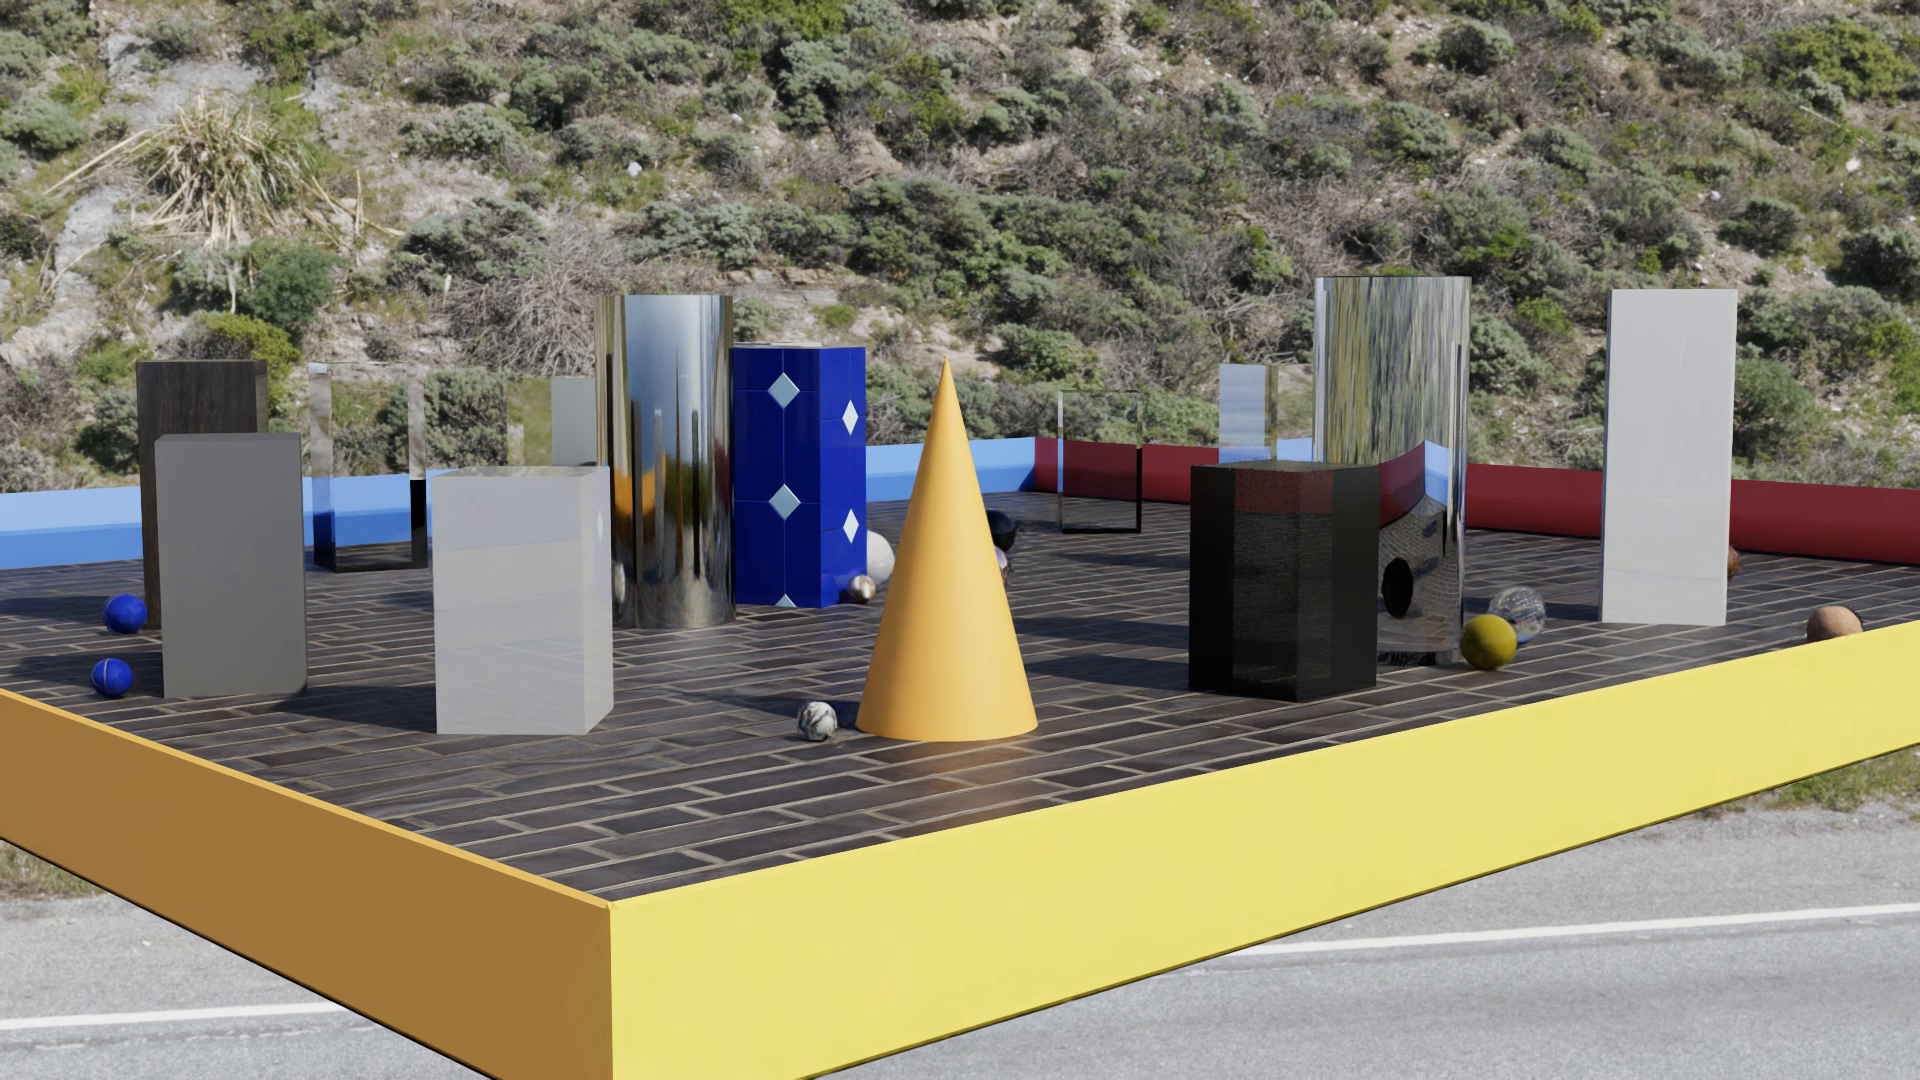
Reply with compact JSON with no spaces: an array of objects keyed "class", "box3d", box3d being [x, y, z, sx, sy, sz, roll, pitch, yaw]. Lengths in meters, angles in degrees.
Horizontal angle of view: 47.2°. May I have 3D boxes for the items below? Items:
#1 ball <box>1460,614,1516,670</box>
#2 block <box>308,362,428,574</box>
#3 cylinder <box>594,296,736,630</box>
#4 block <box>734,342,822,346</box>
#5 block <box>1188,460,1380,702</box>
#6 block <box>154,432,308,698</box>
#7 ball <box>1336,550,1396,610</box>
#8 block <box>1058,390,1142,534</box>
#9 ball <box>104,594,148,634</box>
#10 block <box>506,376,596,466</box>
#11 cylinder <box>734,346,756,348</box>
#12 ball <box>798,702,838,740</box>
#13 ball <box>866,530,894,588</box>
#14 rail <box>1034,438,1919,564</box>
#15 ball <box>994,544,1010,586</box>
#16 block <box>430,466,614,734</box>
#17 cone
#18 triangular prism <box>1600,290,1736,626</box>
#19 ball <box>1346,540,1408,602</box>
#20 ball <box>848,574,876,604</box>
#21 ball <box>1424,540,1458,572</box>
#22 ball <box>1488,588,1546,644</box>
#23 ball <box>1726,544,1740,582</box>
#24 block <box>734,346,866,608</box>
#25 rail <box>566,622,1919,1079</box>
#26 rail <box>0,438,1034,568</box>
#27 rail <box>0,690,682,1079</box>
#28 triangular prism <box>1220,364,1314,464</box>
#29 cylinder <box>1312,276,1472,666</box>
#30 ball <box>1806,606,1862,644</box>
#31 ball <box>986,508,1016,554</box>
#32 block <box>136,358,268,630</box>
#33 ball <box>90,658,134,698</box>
[{"class":"ball","box3d":[0.655,0.126,2.730,0.070,0.070,0.070,0,6,0]},{"class":"block","box3d":[-1.029,-0.130,3.821,0.158,0.354,0.158,-3,7,-29]},{"class":"cylinder","box3d":[-0.422,-0.116,3.153,0.197,0.465,0.197,0,6,0]},{"class":"block","box3d":[-0.389,-0.208,4.440,0.158,0.380,0.158,4,7,35]},{"class":"block","box3d":[0.383,0.043,2.600,0.158,0.263,0.158,6,8,45]},{"class":"block","box3d":[-0.862,0.025,2.614,0.158,0.296,0.158,-2,6,-16]},{"class":"ball","box3d":[0.604,0.060,3.277,0.088,0.088,0.088,0,6,0]},{"class":"block","box3d":[0.282,-0.161,4.461,0.158,0.282,0.158,0,6,-1]},{"class":"ball","box3d":[-1.150,0.102,3.033,0.056,0.056,0.056,0,6,0]},{"class":"block","box3d":[-0.686,-0.122,3.871,0.158,0.328,0.158,-5,8,-40]},{"class":"cylinder","box3d":[-0.387,-0.165,4.026,0.197,0.380,0.197,0,6,0]},{"class":"ball","box3d":[-0.148,0.188,2.282,0.041,0.041,0.041,0,6,0]},{"class":"ball","box3d":[-0.153,0.033,3.488,0.098,0.098,0.098,0,6,0]},{"class":"rail","box3d":[1.163,-0.078,4.399,0.045,0.128,2.932,-5,8,-42]},{"class":"ball","box3d":[0.034,0.046,3.417,0.087,0.087,0.087,0,6,0]},{"class":"block","box3d":[-0.470,0.061,2.381,0.158,0.272,0.158,0,6,2]},{"class":"cone","box3d":[-0.015,0.000,2.356,0.197,0.399,0.197,0,6,0]},{"class":"triangular prism","box3d":[1.017,-0.124,3.183,0.171,0.474,0.148,1,6,13]},{"class":"ball","box3d":[0.640,0.048,3.368,0.094,0.094,0.094,0,6,0]},{"class":"ball","box3d":[-0.149,0.075,3.344,0.044,0.044,0.044,0,6,0]},{"class":"ball","box3d":[0.818,0.028,3.744,0.055,0.055,0.055,0,6,0]},{"class":"ball","box3d":[0.746,0.101,2.950,0.075,0.075,0.075,0,6,0]},{"class":"ball","box3d":[1.237,0.037,3.592,0.069,0.069,0.069,0,6,0]},{"class":"block","box3d":[-0.250,-0.101,3.376,0.158,0.388,0.158,3,6,23]},{"class":"rail","box3d":[0.978,0.143,2.278,3.212,0.128,0.045,-5,8,-42]},{"class":"rail","box3d":[-0.978,-0.077,4.386,3.212,0.128,0.045,-5,8,-42]},{"class":"rail","box3d":[-1.163,0.145,2.265,0.045,0.128,2.932,-5,8,-42]},{"class":"triangular prism","box3d":[0.514,-0.127,3.795,0.148,0.353,0.171,4,7,35]},{"class":"cylinder","box3d":[0.552,-0.094,2.830,0.197,0.487,0.197,0,6,0]},{"class":"ball","box3d":[1.123,0.118,2.825,0.068,0.068,0.068,0,6,0]},{"class":"ball","box3d":[0.059,-0.013,3.982,0.087,0.087,0.087,0,6,0]},{"class":"block","box3d":[-1.075,-0.069,3.141,0.158,0.374,0.158,-1,6,-12]},{"class":"ball","box3d":[-0.977,0.159,2.533,0.046,0.046,0.046,0,6,0]}]
